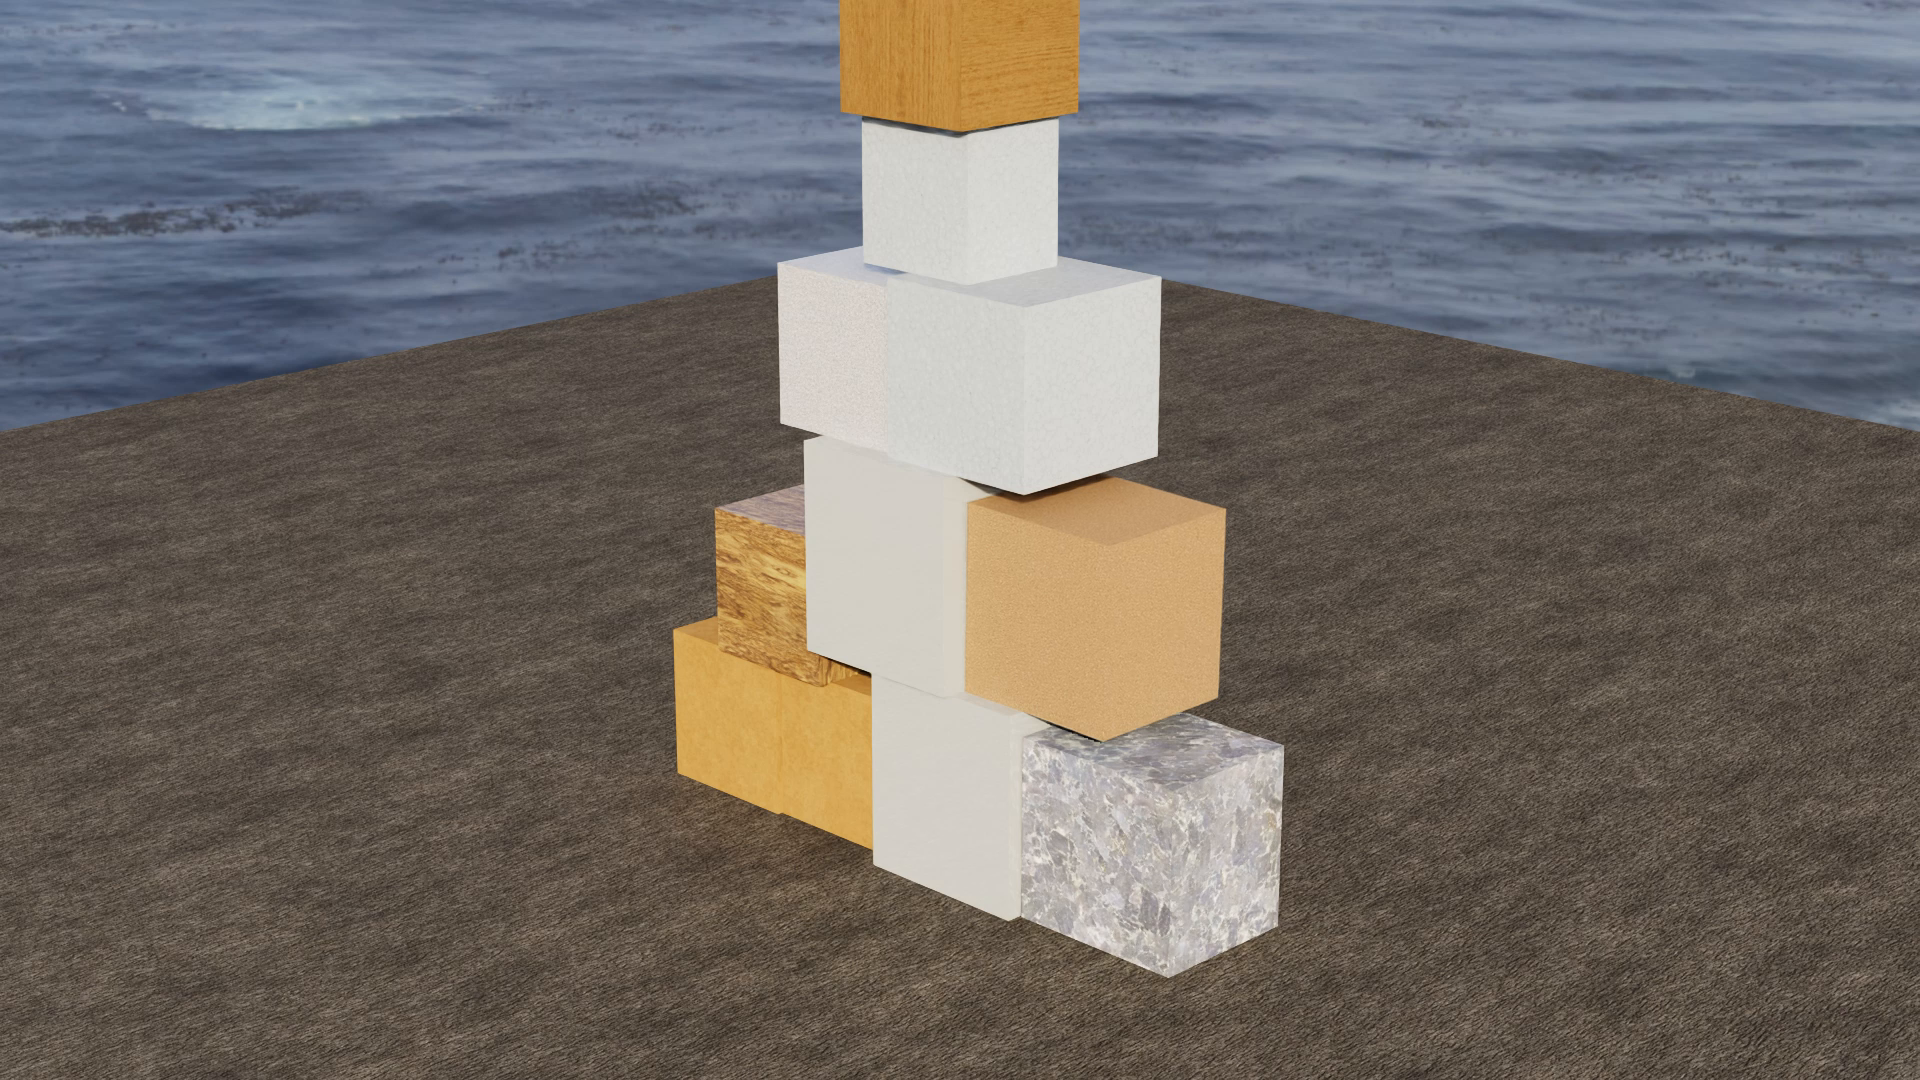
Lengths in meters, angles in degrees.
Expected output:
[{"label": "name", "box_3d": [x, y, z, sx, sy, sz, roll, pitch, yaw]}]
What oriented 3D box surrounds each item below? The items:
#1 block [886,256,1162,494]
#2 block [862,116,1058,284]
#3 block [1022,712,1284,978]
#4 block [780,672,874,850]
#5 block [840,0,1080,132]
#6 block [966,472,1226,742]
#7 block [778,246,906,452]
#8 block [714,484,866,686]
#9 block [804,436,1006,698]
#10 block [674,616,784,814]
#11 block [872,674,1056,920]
[{"label": "block", "box_3d": [0.277, -0.754, 12.829, 0.853, 0.810, 0.832, -17, 24, -42]}, {"label": "block", "box_3d": [0.000, -1.541, 12.857, 0.558, 0.674, 0.654, -17, 24, -42]}, {"label": "block", "box_3d": [0.837, 1.281, 12.845, 0.730, 0.854, 0.866, -17, 24, -42]}, {"label": "block", "box_3d": [-0.359, 0.964, 14.004, 0.649, 0.764, 0.741, -17, 24, -42]}, {"label": "block", "box_3d": [-0.002, -2.253, 12.631, 0.719, 0.820, 0.741, -17, 24, -42]}, {"label": "block", "box_3d": [0.586, 0.266, 12.821, 0.752, 0.873, 0.826, -17, 25, -42]}, {"label": "block", "box_3d": [-0.285, -0.898, 13.385, 0.774, 0.752, 0.754, -17, 24, -42]}, {"label": "block", "box_3d": [-0.616, 0.177, 14.039, 0.826, 0.715, 0.717, -17, 24, -42]}, {"label": "block", "box_3d": [-0.041, 0.020, 13.386, 0.984, 1.001, 0.891, -17, 24, -42]}, {"label": "block", "box_3d": [-0.885, 0.803, 14.525, 0.731, 0.758, 0.754, -17, 24, -42]}, {"label": "block", "box_3d": [0.221, 1.039, 13.426, 0.887, 0.967, 0.871, -17, 24, -42]}]
